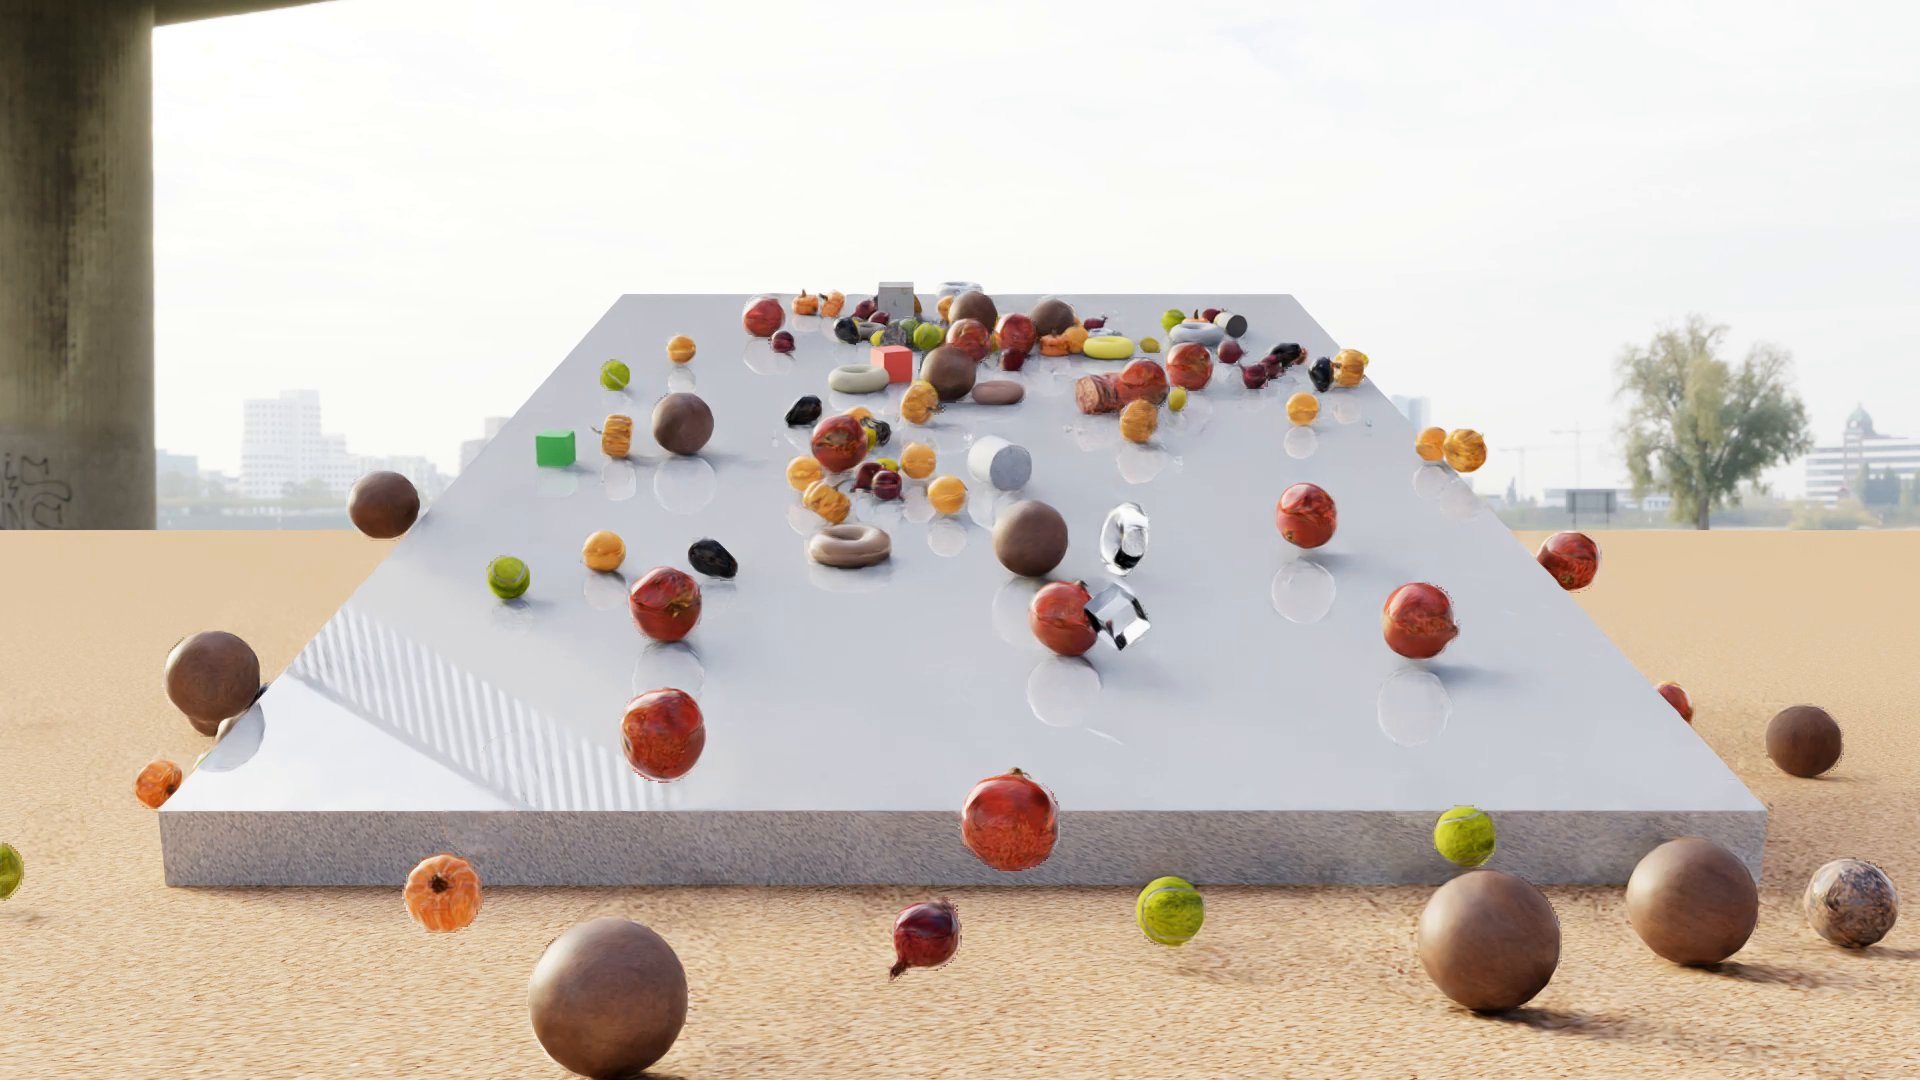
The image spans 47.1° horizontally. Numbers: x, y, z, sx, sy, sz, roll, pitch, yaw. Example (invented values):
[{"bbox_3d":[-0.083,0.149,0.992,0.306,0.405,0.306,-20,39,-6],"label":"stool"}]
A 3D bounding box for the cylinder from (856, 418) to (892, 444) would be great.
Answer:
[{"bbox_3d":[-0.184,-0.229,4.660,0.054,0.054,0.054,0,-4,-43],"label":"cylinder"}]

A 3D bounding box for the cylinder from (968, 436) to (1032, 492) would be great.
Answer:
[{"bbox_3d":[0.078,-0.150,4.306,0.093,0.093,0.093,0,14,-28],"label":"cylinder"}]

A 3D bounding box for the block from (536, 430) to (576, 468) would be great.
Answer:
[{"bbox_3d":[-0.825,-0.188,4.494,0.063,0.063,0.063,2,16,7],"label":"block"}]

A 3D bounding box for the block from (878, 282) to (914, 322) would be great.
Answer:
[{"bbox_3d":[-0.178,-0.664,6.139,0.099,0.099,0.099,0,16,-1],"label":"block"}]

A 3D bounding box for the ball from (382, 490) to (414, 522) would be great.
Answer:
[{"bbox_3d":[-1.067,-0.064,4.182,0.059,0.059,0.059,0,0,0],"label":"ball"}]

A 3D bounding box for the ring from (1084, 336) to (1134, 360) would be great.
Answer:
[{"bbox_3d":[0.380,-0.491,5.622,0.132,0.044,0.132,0,15,0],"label":"ring"}]

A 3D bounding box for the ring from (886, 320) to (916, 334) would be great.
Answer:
[{"bbox_3d":[-0.158,-0.568,5.892,0.077,0.026,0.077,5,-9,1],"label":"ring"}]

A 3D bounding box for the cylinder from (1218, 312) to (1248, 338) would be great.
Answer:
[{"bbox_3d":[0.731,-0.578,5.903,0.061,0.061,0.061,0,15,-16],"label":"cylinder"}]

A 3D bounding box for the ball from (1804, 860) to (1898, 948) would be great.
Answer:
[{"bbox_3d":[0.951,0.388,2.350,0.094,0.094,0.094,0,0,0],"label":"ball"}]

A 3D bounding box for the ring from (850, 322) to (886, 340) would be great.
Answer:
[{"bbox_3d":[-0.242,-0.557,5.875,0.101,0.034,0.101,0,17,0],"label":"ring"}]

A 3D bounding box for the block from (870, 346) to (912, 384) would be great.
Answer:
[{"bbox_3d":[-0.165,-0.425,5.323,0.075,0.075,0.075,-8,17,-25],"label":"block"}]

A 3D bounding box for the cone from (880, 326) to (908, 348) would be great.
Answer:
[{"bbox_3d":[-0.153,-0.505,5.686,0.079,0.079,0.079,0,-13,29],"label":"cone"}]

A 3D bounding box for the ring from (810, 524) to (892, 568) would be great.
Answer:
[{"bbox_3d":[-0.189,0.010,3.814,0.144,0.048,0.144,0,17,0],"label":"ring"}]

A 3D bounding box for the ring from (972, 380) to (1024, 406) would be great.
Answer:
[{"bbox_3d":[0.087,-0.340,5.084,0.122,0.041,0.122,-1,15,0],"label":"ring"}]

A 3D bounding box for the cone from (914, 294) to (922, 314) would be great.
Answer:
[{"bbox_3d":[-0.171,-0.655,6.215,0.091,0.091,0.091,-35,13,-18],"label":"cone"}]

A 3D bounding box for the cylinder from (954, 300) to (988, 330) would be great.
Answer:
[{"bbox_3d":[0.033,-0.610,5.985,0.077,0.077,0.077,4,1,13],"label":"cylinder"}]

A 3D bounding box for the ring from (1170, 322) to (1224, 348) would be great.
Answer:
[{"bbox_3d":[0.624,-0.540,5.792,0.144,0.048,0.144,-1,17,0],"label":"ring"}]

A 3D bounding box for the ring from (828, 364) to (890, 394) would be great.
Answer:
[{"bbox_3d":[-0.240,-0.382,5.221,0.146,0.049,0.146,-1,17,0],"label":"ring"}]

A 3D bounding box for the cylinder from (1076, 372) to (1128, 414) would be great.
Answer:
[{"bbox_3d":[0.320,-0.331,4.968,0.086,0.086,0.086,-10,6,-32],"label":"cylinder"}]

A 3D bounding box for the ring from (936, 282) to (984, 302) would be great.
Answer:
[{"bbox_3d":[0.000,-0.730,6.470,0.145,0.048,0.145,1,16,0],"label":"ring"}]

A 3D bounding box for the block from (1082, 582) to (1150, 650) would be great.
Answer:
[{"bbox_3d":[0.231,0.112,3.240,0.061,0.061,0.061,-38,37,-12],"label":"block"}]

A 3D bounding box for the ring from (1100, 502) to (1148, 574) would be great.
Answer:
[{"bbox_3d":[0.276,-0.003,3.707,0.041,0.124,0.124,12,-4,-23],"label":"ring"}]

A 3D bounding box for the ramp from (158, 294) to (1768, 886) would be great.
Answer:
[{"bbox_3d":[-0.002,-0.152,4.673,2.000,0.100,4.000,0,16,0],"label":"ramp"}]

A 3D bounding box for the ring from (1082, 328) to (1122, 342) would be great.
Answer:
[{"bbox_3d":[0.374,-0.534,5.791,0.108,0.036,0.108,0,14,0],"label":"ring"}]
